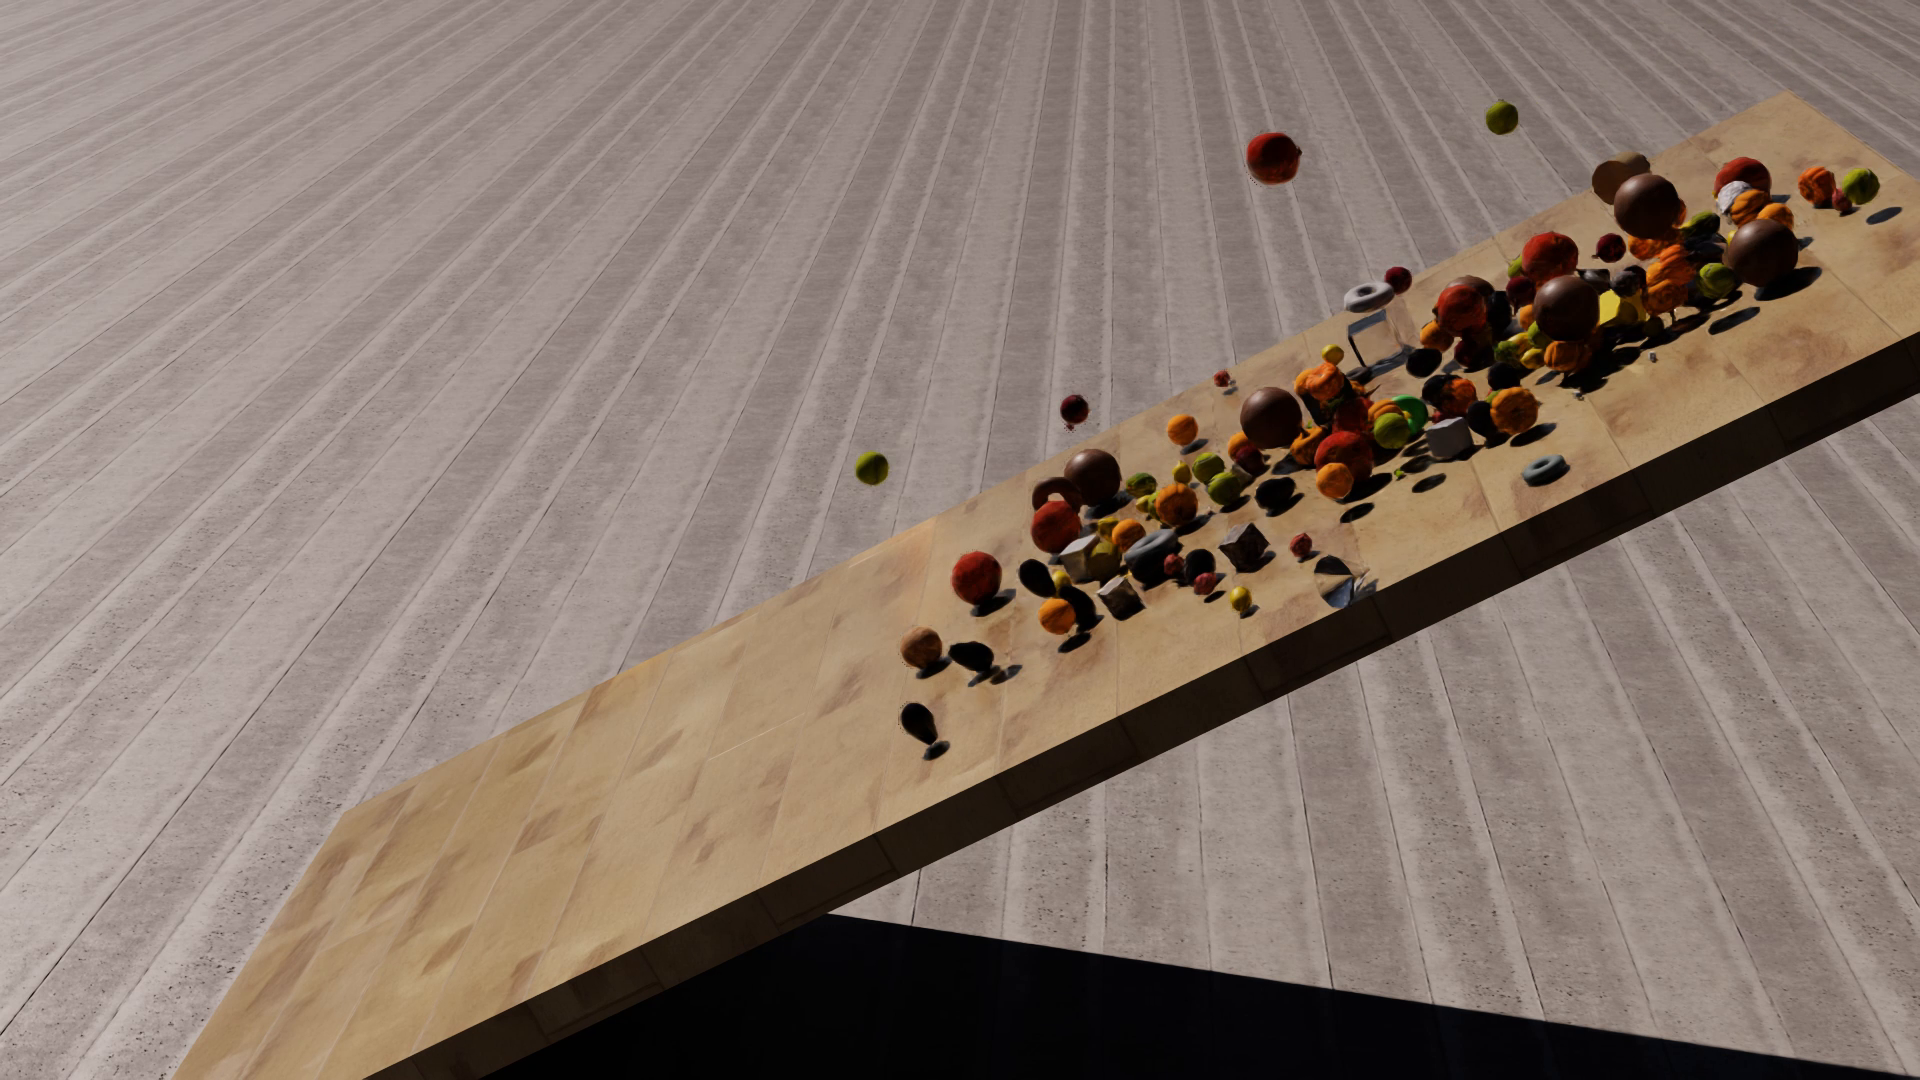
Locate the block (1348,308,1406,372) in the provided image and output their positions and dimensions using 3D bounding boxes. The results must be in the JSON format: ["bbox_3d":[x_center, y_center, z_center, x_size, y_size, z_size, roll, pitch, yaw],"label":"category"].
[{"bbox_3d":[0.918,-0.438,6.484,0.094,0.094,0.094,-25,14,16],"label":"block"}]

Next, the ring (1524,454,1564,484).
[{"bbox_3d":[1.047,-0.127,5.273,0.080,0.027,0.080,-28,15,8],"label":"ring"}]

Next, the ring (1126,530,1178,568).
[{"bbox_3d":[0.391,0.018,6.026,0.118,0.039,0.118,-29,10,6],"label":"ring"}]

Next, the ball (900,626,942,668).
[{"bbox_3d":[-0.080,0.223,6.130,0.088,0.088,0.088,0,17,0],"label":"ball"}]

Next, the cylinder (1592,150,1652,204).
[{"bbox_3d":[1.368,-0.750,6.082,0.093,0.093,0.093,11,24,31],"label":"cylinder"}]

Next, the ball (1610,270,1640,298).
[{"bbox_3d":[1.284,-0.494,5.676,0.054,0.054,0.054,0,17,0],"label":"ball"}]

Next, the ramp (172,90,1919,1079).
[{"bbox_3d":[0.141,0.167,6.282,4.000,0.100,2.000,-26,14,11],"label":"ramp"}]

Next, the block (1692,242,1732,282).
[{"bbox_3d":[1.483,-0.549,5.799,0.059,0.059,0.059,3,29,28],"label":"block"}]

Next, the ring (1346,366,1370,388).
[{"bbox_3d":[0.865,-0.355,6.439,0.075,0.025,0.075,-27,13,7],"label":"ring"}]

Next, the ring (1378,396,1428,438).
[{"bbox_3d":[0.876,-0.244,5.815,0.096,0.096,0.032,0,39,0],"label":"ring"}]

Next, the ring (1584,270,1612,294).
[{"bbox_3d":[1.277,-0.512,5.857,0.075,0.025,0.075,29,20,-11],"label":"ring"}]

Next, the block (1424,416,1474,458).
[{"bbox_3d":[0.940,-0.197,5.646,0.058,0.058,0.058,-26,10,-33],"label":"block"}]

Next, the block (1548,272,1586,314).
[{"bbox_3d":[1.267,-0.514,6.140,0.057,0.057,0.057,-24,15,20],"label":"block"}]

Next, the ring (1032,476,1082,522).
[{"bbox_3d":[0.214,-0.089,6.502,0.113,0.113,0.038,4,28,12],"label":"ring"}]

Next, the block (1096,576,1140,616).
[{"bbox_3d":[0.314,0.111,5.808,0.054,0.054,0.054,-38,15,-10],"label":"block"}]

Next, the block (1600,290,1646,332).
[{"bbox_3d":[1.301,-0.454,5.770,0.063,0.063,0.063,12,-20,-26],"label":"block"}]

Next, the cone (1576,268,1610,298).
[{"bbox_3d":[1.305,-0.548,6.111,0.065,0.065,0.065,28,8,-22],"label":"cone"}]

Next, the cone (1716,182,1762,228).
[{"bbox_3d":[1.565,-0.673,5.970,0.096,0.096,0.096,11,22,32],"label":"cone"}]

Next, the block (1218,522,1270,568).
[{"bbox_3d":[0.548,0.010,5.679,0.058,0.058,0.058,-50,18,-27],"label":"block"}]

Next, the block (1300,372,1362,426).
[{"bbox_3d":[0.762,-0.289,6.049,0.073,0.073,0.073,-32,5,-25],"label":"block"}]

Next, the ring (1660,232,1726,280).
[{"bbox_3d":[1.482,-0.573,5.945,0.145,0.048,0.145,-27,15,8],"label":"ring"}]

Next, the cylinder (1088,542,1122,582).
[{"bbox_3d":[0.299,0.044,6.063,0.064,0.064,0.064,3,21,9],"label":"cylinder"}]

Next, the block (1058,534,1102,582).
[{"bbox_3d":[0.261,0.038,6.153,0.066,0.066,0.066,-16,19,43],"label":"block"}]

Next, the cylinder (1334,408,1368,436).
[{"bbox_3d":[0.803,-0.233,6.068,0.055,0.055,0.055,-32,26,-11],"label":"cylinder"}]

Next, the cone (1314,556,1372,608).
[{"bbox_3d":[0.697,0.062,5.216,0.096,0.096,0.096,-18,25,-36],"label":"cone"}]

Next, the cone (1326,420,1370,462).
[{"bbox_3d":[0.795,-0.199,5.996,0.086,0.086,0.086,3,18,14],"label":"cone"}]

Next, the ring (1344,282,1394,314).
[{"bbox_3d":[0.855,-0.507,6.148,0.109,0.036,0.109,-16,23,7],"label":"ring"}]

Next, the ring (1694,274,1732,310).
[{"bbox_3d":[1.453,-0.479,5.681,0.086,0.029,0.086,-42,5,5],"label":"ring"}]
